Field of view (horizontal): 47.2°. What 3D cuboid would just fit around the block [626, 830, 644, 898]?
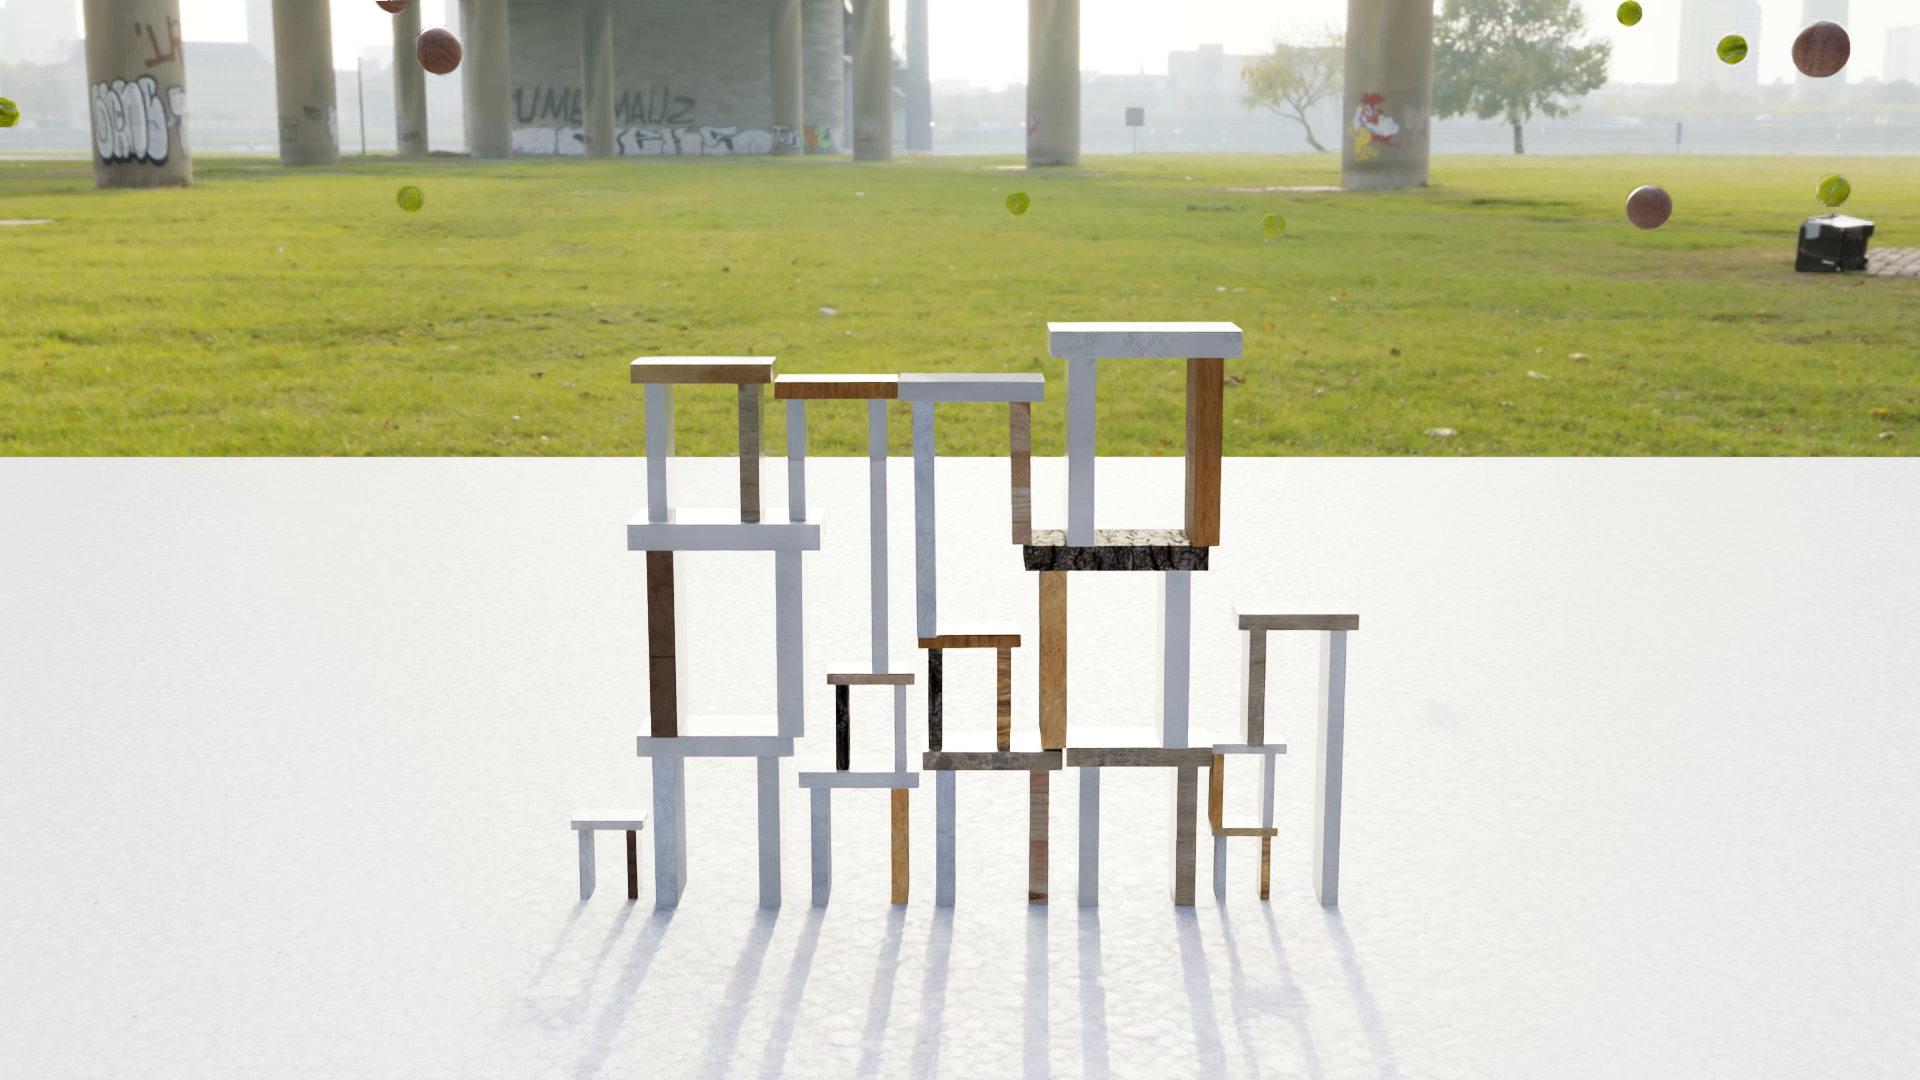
[{"bbox_3d":[-0.542,0.531,3.662,0.017,0.119,0.059,0,11,0],"label":"block"}]

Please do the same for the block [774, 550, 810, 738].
[{"bbox_3d":[-0.272,0.154,3.587,0.043,0.306,0.153,0,11,0],"label":"block"}]

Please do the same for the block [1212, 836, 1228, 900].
[{"bbox_3d":[0.432,0.537,3.657,0.015,0.109,0.054,0,11,0],"label":"block"}]

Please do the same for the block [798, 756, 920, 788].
[{"bbox_3d":[-0.165,0.382,3.631,0.197,0.028,0.099,0,11,0],"label":"block"}]

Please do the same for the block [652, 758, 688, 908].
[{"bbox_3d":[-0.481,0.465,3.644,0.036,0.255,0.127,0,11,0],"label":"block"}]

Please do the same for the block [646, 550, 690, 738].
[{"bbox_3d":[-0.476,0.154,3.587,0.043,0.306,0.153,0,11,0],"label":"block"}]

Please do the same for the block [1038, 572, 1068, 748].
[{"bbox_3d":[0.152,0.180,3.597,0.041,0.292,0.146,0,11,0],"label":"block"}]

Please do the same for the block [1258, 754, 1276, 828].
[{"bbox_3d":[0.507,0.406,3.636,0.018,0.125,0.063,0,11,0],"label":"block"}]

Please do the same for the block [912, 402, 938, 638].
[{"bbox_3d":[-0.056,-0.041,3.547,0.032,0.381,0.114,-1,11,0],"label":"block"}]

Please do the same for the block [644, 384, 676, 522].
[{"bbox_3d":[-0.480,-0.147,3.530,0.031,0.221,0.110,0,11,0],"label":"block"}]

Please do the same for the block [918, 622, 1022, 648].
[{"bbox_3d":[0.015,0.156,3.593,0.167,0.024,0.084,-1,11,0],"label":"block"}]

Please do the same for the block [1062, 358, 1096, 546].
[{"bbox_3d":[0.191,-0.150,3.527,0.042,0.299,0.149,0,11,0],"label":"block"}]

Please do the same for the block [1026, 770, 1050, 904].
[{"bbox_3d":[0.129,0.477,3.651,0.032,0.229,0.114,0,11,0],"label":"block"}]

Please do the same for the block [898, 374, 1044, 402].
[{"bbox_3d":[0.018,-0.243,3.507,0.229,0.032,0.114,0,11,0],"label":"block"}]

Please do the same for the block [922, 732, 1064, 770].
[{"bbox_3d":[0.053,0.349,3.627,0.229,0.032,0.114,0,11,0],"label":"block"}]

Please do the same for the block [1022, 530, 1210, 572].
[{"bbox_3d":[0.249,0.016,3.565,0.292,0.041,0.146,0,11,0],"label":"block"}]

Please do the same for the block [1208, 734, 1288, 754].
[{"bbox_3d":[0.472,0.336,3.623,0.125,0.018,0.063,0,11,0],"label":"block"}]

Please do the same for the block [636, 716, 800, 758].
[{"bbox_3d":[-0.396,0.322,3.617,0.255,0.036,0.127,0,11,0],"label":"block"}]

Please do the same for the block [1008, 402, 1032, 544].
[{"bbox_3d":[0.097,-0.115,3.532,0.032,0.229,0.114,-1,11,0],"label":"block"}]

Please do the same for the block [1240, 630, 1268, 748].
[{"bbox_3d":[0.480,0.232,3.599,0.028,0.194,0.097,0,11,0],"label":"block"}]

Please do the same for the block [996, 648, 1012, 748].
[{"bbox_3d":[0.072,0.250,3.611,0.024,0.167,0.084,0,11,0],"label":"block"}]

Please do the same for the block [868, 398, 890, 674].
[{"bbox_3d":[-0.130,-0.012,3.558,0.028,0.447,0.098,0,10,0],"label":"block"}]

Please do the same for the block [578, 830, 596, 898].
[{"bbox_3d":[-0.621,0.531,3.662,0.017,0.119,0.059,0,11,0],"label":"block"}]

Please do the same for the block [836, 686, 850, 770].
[{"bbox_3d":[-0.192,0.299,3.612,0.020,0.143,0.072,0,11,0],"label":"block"}]

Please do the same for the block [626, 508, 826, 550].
[{"bbox_3d":[-0.374,-0.018,3.555,0.306,0.043,0.153,0,11,0],"label":"block"}]

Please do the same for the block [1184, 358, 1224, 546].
[{"bbox_3d":[0.390,-0.150,3.528,0.042,0.299,0.149,0,11,0],"label":"block"}]

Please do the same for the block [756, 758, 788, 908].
[{"bbox_3d":[-0.311,0.465,3.644,0.036,0.255,0.127,0,11,0],"label":"block"}]

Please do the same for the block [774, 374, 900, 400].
[{"bbox_3d":[-0.195,-0.245,3.513,0.195,0.028,0.098,0,11,-1],"label":"block"}]

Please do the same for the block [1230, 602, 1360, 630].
[{"bbox_3d":[0.544,0.123,3.579,0.194,0.028,0.097,0,11,0],"label":"block"}]

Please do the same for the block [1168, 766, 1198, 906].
[{"bbox_3d":[0.370,0.474,3.647,0.034,0.237,0.118,0,11,0],"label":"block"}]

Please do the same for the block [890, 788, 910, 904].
[{"bbox_3d":[-0.099,0.493,3.652,0.028,0.197,0.099,0,11,0],"label":"block"}]

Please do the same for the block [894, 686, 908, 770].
[{"bbox_3d":[-0.097,0.299,3.612,0.020,0.143,0.072,0,11,0],"label":"block"}]

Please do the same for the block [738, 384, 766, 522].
[{"bbox_3d":[-0.333,-0.147,3.529,0.031,0.221,0.110,0,11,0],"label":"block"}]

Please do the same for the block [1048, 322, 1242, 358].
[{"bbox_3d":[0.291,-0.318,3.497,0.299,0.042,0.149,0,11,0],"label":"block"}]

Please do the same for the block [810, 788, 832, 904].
[{"bbox_3d":[-0.230,0.493,3.652,0.028,0.197,0.099,0,11,0],"label":"block"}]

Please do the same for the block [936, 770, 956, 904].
[{"bbox_3d":[-0.023,0.477,3.651,0.032,0.229,0.114,0,11,0],"label":"block"}]

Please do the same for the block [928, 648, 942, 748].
[{"bbox_3d":[-0.040,0.250,3.611,0.024,0.167,0.084,0,11,0],"label":"block"}]

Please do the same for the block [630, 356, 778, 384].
[{"bbox_3d":[-0.407,-0.271,3.507,0.220,0.031,0.110,0,11,0],"label":"block"}]

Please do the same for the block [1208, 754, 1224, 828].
[{"bbox_3d":[0.423,0.406,3.636,0.018,0.125,0.063,0,11,0],"label":"block"}]

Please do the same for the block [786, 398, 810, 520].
[{"bbox_3d":[-0.260,-0.135,3.534,0.028,0.195,0.098,0,11,0],"label":"block"}]

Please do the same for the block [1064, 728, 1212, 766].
[{"bbox_3d":[0.291,0.341,3.622,0.237,0.034,0.118,0,11,0],"label":"block"}]

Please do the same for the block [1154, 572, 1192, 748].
[{"bbox_3d":[0.348,0.180,3.596,0.041,0.292,0.146,0,11,0],"label":"block"}]

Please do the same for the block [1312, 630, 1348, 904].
[{"bbox_3d":[0.609,0.364,3.624,0.028,0.462,0.097,0,11,0],"label":"block"}]

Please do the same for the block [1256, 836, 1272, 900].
[{"bbox_3d":[0.505,0.537,3.657,0.015,0.109,0.054,0,10,0],"label":"block"}]

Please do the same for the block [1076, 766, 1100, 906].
[{"bbox_3d":[0.211,0.474,3.647,0.034,0.237,0.118,0,11,0],"label":"block"}]

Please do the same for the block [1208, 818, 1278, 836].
[{"bbox_3d":[0.469,0.476,3.646,0.109,0.015,0.054,0,11,0],"label":"block"}]

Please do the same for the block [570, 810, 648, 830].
[{"bbox_3d":[-0.581,0.464,3.649,0.119,0.017,0.059,0,11,0],"label":"block"}]

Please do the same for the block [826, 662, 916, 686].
[{"bbox_3d":[-0.145,0.219,3.597,0.143,0.020,0.072,0,11,0],"label":"block"}]
